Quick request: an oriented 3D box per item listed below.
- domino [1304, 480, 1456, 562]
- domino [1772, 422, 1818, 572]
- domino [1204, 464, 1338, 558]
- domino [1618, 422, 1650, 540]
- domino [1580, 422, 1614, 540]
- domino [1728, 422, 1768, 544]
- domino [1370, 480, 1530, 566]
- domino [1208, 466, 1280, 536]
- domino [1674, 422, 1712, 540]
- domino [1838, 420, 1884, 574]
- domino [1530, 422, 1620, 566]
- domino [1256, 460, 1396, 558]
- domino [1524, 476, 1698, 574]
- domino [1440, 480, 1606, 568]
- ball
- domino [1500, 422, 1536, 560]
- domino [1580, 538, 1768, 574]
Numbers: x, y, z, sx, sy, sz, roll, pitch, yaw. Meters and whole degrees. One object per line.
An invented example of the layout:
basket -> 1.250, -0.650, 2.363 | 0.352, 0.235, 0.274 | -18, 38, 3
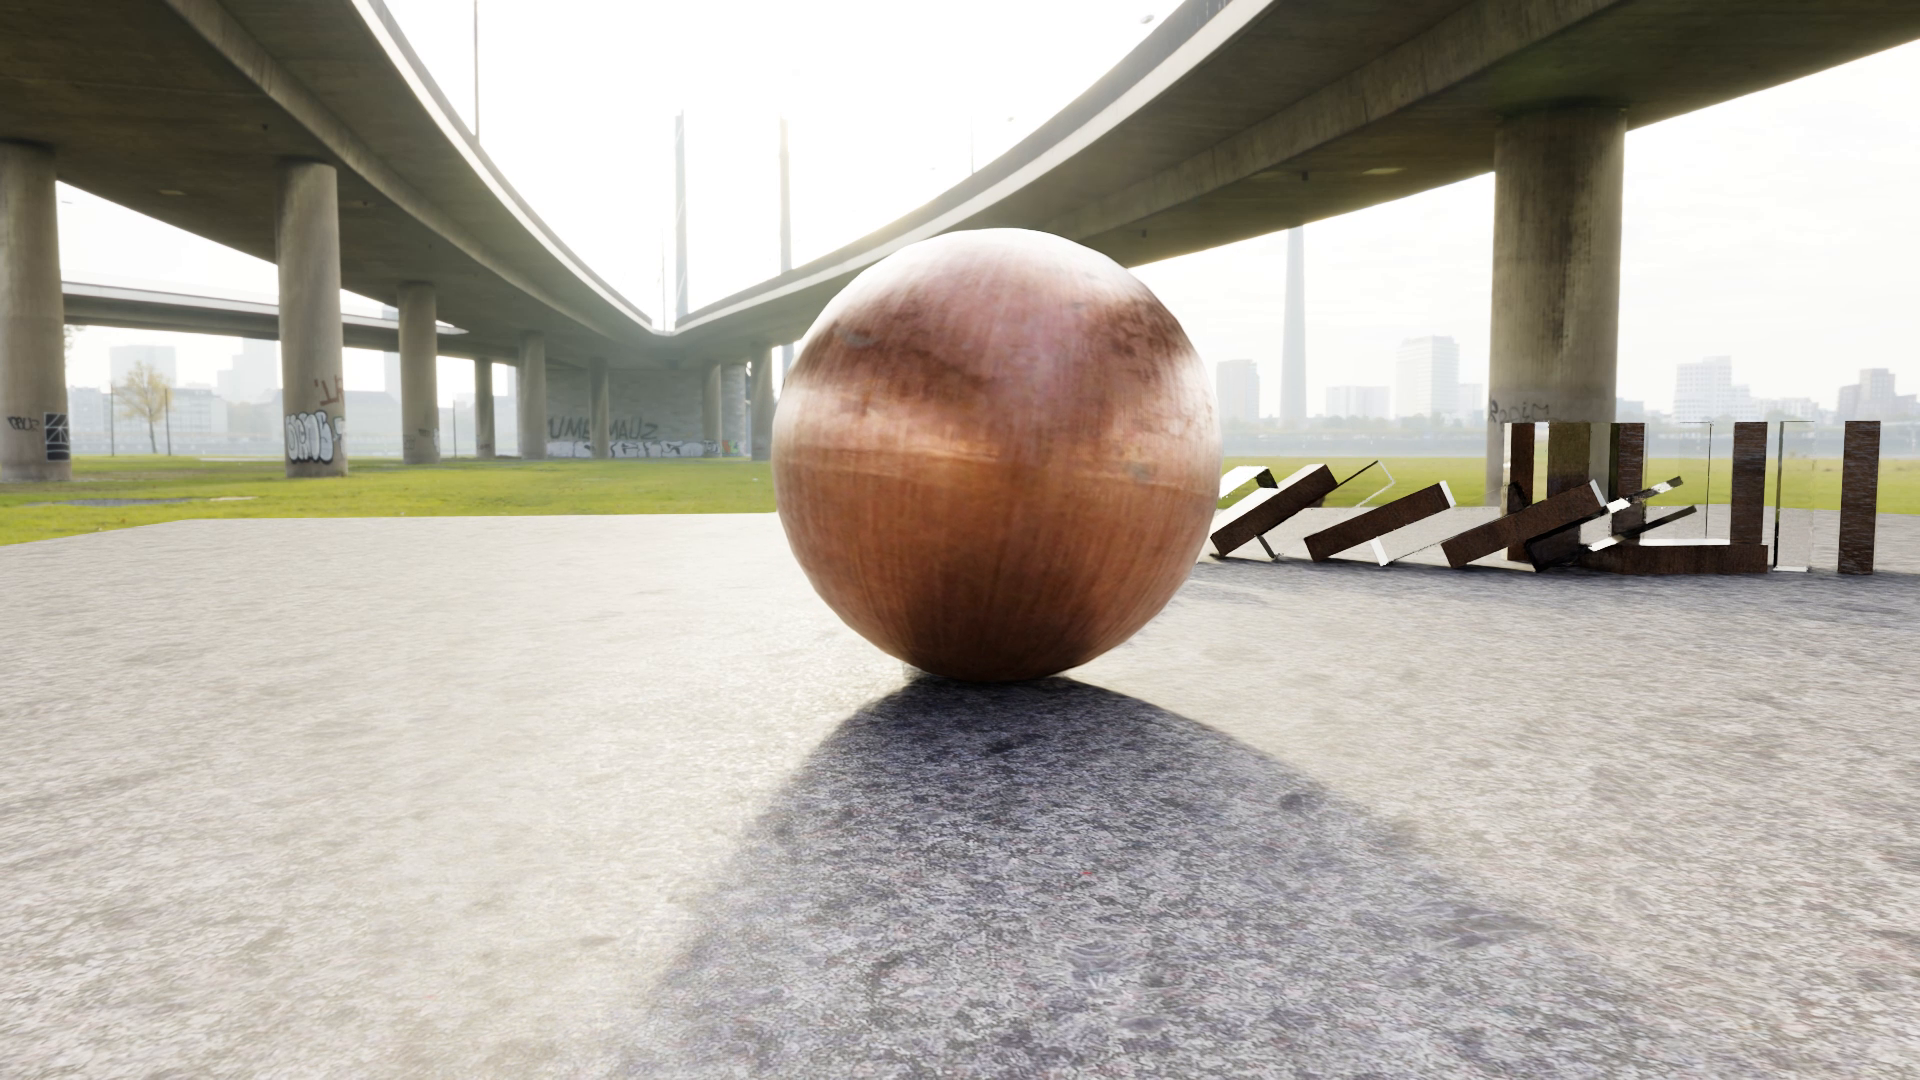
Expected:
domino -> 0.151, -0.007, 0.461 | 0.050, 0.009, 0.025 | -25, -7, 25
domino -> 0.286, -0.015, 0.439 | 0.009, 0.050, 0.025 | 3, 5, 36
domino -> 0.115, -0.011, 0.481 | 0.050, 0.010, 0.025 | -32, 2, 2
domino -> 0.244, -0.018, 0.468 | 0.010, 0.050, 0.025 | 3, 5, 31
domino -> 0.232, -0.018, 0.475 | 0.009, 0.050, 0.025 | 1, 4, 10
domino -> 0.275, -0.016, 0.448 | 0.010, 0.050, 0.025 | 2, 5, 30
domino -> 0.171, -0.006, 0.448 | 0.050, 0.010, 0.025 | -26, -8, 27
domino -> 0.092, -0.011, 0.482 | 0.050, 0.010, 0.025 | -32, 10, -10
domino -> 0.262, -0.017, 0.459 | 0.010, 0.050, 0.025 | 2, 5, 29
domino -> 0.300, -0.015, 0.428 | 0.009, 0.050, 0.025 | 3, 5, 37
domino -> 0.215, -0.016, 0.448 | 0.025, 0.050, 0.010 | 0, 4, -2
domino -> 0.134, -0.011, 0.471 | 0.050, 0.010, 0.025 | -35, -10, 18
domino -> 0.213, -0.005, 0.422 | 0.050, 0.010, 0.025 | -27, -4, 28
domino -> 0.191, -0.005, 0.435 | 0.050, 0.010, 0.025 | -27, -8, 29
ball -> 0.006, -0.015, 0.230 | 0.080, 0.080, 0.080 | 0, 4, 0
domino -> 0.213, -0.018, 0.469 | 0.025, 0.050, 0.010 | 1, 4, 10
domino -> 0.240, 0.005, 0.433 | 0.050, 0.010, 0.025 | 0, 4, -4
